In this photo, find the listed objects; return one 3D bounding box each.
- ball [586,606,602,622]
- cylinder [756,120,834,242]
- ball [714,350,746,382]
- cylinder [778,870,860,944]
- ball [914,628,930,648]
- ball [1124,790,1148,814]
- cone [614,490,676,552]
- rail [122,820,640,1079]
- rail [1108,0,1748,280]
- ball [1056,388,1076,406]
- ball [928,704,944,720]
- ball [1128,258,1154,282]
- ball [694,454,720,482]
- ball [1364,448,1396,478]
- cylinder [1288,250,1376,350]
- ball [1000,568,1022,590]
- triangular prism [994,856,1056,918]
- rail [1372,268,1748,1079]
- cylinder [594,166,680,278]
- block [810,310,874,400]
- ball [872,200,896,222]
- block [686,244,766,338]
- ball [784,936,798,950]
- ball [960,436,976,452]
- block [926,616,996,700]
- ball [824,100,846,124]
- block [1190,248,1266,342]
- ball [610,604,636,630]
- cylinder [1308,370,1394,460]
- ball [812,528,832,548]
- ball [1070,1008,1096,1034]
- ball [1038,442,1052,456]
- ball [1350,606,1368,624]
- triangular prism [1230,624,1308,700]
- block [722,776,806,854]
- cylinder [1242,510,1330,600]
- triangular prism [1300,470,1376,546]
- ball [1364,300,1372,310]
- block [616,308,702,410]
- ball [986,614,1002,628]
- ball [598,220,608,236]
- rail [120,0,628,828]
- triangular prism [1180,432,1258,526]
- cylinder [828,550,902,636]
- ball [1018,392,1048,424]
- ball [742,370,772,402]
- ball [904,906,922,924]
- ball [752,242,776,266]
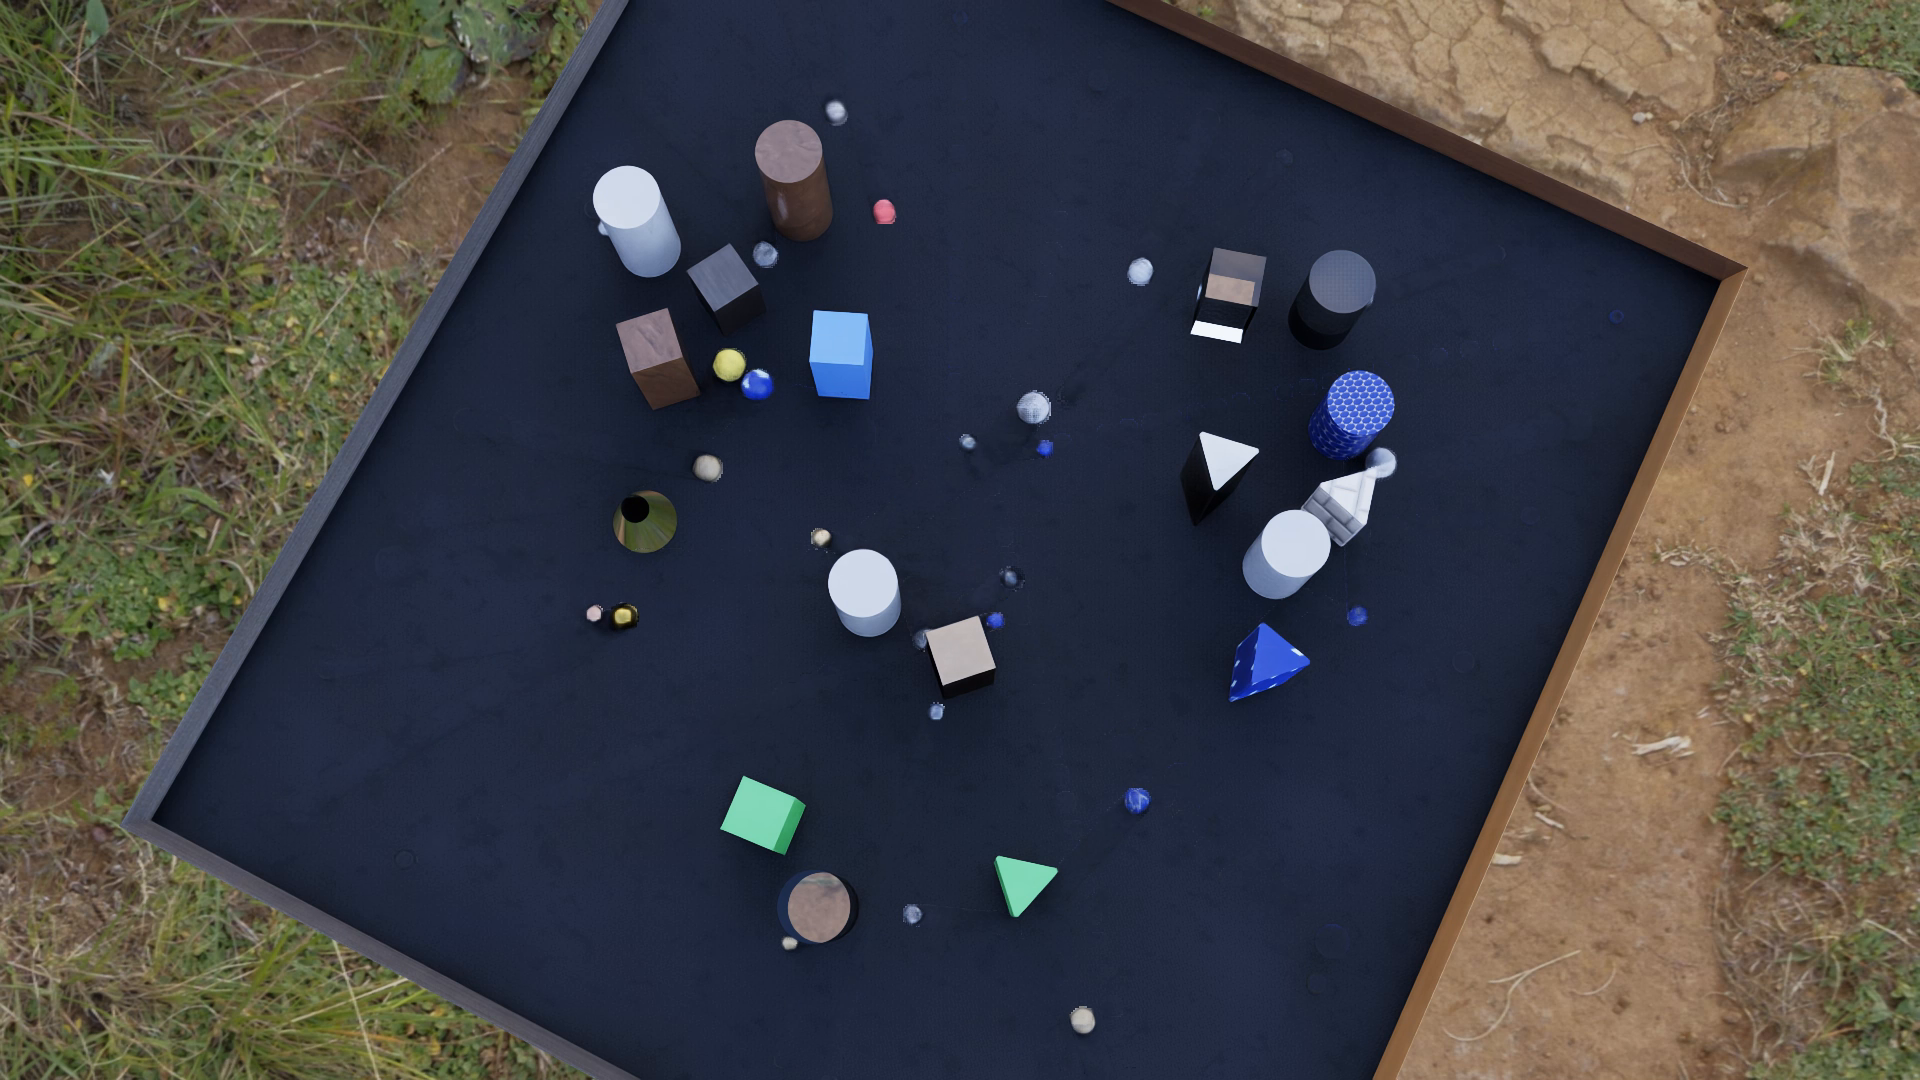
[{"bbox_3d":[-1.108,0.223,5.546,0.047,0.047,0.047,0,78,0],"label":"ball"},{"bbox_3d":[-0.502,-1.091,5.601,0.197,0.474,0.197,0,78,0],"label":"cylinder"},{"bbox_3d":[-0.715,-0.541,5.678,0.099,0.099,0.099,0,78,0],"label":"ball"},{"bbox_3d":[-0.394,1.035,5.165,0.197,0.465,0.197,0,78,0],"label":"cylinder"},{"bbox_3d":[-0.105,0.297,5.523,0.062,0.062,0.062,0,78,0],"label":"ball"},{"bbox_3d":[0.522,0.774,5.420,0.071,0.071,0.071,0,78,0],"label":"ball"},{"bbox_3d":[-0.967,-0.090,5.467,0.197,0.331,0.197,0,78,0],"label":"cone"},{"bbox_3d":[-0.819,1.610,5.217,3.599,0.128,0.045,26,80,5],"label":"rail"},{"bbox_3d":[0.819,-1.597,5.881,3.599,0.128,0.045,26,80,5],"label":"rail"},{"bbox_3d":[0.329,-0.443,5.677,0.060,0.060,0.060,0,78,0],"label":"ball"},{"bbox_3d":[-0.073,0.516,5.486,0.047,0.047,0.047,0,78,0],"label":"ball"},{"bbox_3d":[0.568,-0.846,5.752,0.077,0.077,0.077,0,78,0],"label":"ball"},{"bbox_3d":[-0.776,-0.221,5.620,0.082,0.082,0.082,0,78,0],"label":"ball"},{"bbox_3d":[1.289,-0.236,5.618,0.093,0.093,0.093,0,78,0],"label":"ball"},{"bbox_3d":[1.129,-0.727,5.585,0.197,0.357,0.197,0,78,0],"label":"cylinder"},{"bbox_3d":[0.155,0.117,5.558,0.067,0.067,0.067,0,78,0],"label":"ball"},{"bbox_3d":[0.157,0.961,5.231,0.148,0.366,0.171,42,81,8],"label":"triangular prism"},{"bbox_3d":[1.589,0.785,5.388,0.045,0.128,3.709,26,80,5],"label":"rail"},{"bbox_3d":[-0.983,-0.968,5.604,0.197,0.416,0.197,0,78,0],"label":"cylinder"},{"bbox_3d":[-0.356,-0.557,5.549,0.158,0.358,0.158,4,78,1],"label":"block"},{"bbox_3d":[-0.240,-1.041,5.795,0.072,0.072,0.072,0,78,0],"label":"ball"},{"bbox_3d":[-0.717,-0.767,5.649,0.158,0.248,0.158,-34,80,-7],"label":"block"},{"bbox_3d":[-0.495,1.176,5.351,0.043,0.043,0.043,0,78,0],"label":"ball"},{"bbox_3d":[0.026,-0.296,5.653,0.050,0.050,0.050,0,78,0],"label":"ball"},{"bbox_3d":[0.002,0.349,5.356,0.158,0.369,0.158,-18,79,-4],"label":"block"},{"bbox_3d":[-0.400,-1.369,5.862,0.075,0.075,0.075,0,78,0],"label":"ball"},{"bbox_3d":[0.817,-0.744,5.594,0.158,0.346,0.158,11,79,2],"label":"block"},{"bbox_3d":[-1.016,0.233,5.528,0.079,0.079,0.079,0,78,0],"label":"ball"},{"bbox_3d":[1.180,-0.373,5.540,0.197,0.301,0.197,0,78,0],"label":"cylinder"},{"bbox_3d":[-0.420,-0.005,5.588,0.058,0.058,0.058,0,78,0],"label":"ball"},{"bbox_3d":[0.356,1.390,5.292,0.072,0.072,0.072,0,78,0],"label":"ball"},{"bbox_3d":[0.261,-0.282,5.653,0.043,0.043,0.043,0,78,0],"label":"ball"},{"bbox_3d":[1.205,0.227,5.542,0.055,0.055,0.055,0,78,0],"label":"ball"},{"bbox_3d":[0.867,0.344,5.318,0.171,0.445,0.148,-19,79,-4],"label":"triangular prism"},{"bbox_3d":[-0.561,0.795,5.268,0.158,0.360,0.158,22,79,4],"label":"block"},{"bbox_3d":[0.962,0.047,5.422,0.197,0.363,0.197,0,78,0],"label":"cylinder"},{"bbox_3d":[1.160,-0.122,5.479,0.171,0.319,0.148,43,82,8],"label":"triangular prism"},{"bbox_3d":[1.265,-0.749,5.743,0.057,0.057,0.057,0,78,0],"label":"ball"},{"bbox_3d":[-0.905,-0.541,5.528,0.158,0.393,0.158,-18,79,-4],"label":"block"},{"bbox_3d":[0.104,0.245,5.542,0.046,0.046,0.046,0,78,0],"label":"ball"},{"bbox_3d":[-1.112,-0.990,5.791,0.060,0.060,0.060,0,78,0],"label":"ball"},{"bbox_3d":[-1.589,-0.771,5.710,0.045,0.128,3.709,26,80,5],"label":"rail"},{"bbox_3d":[0.731,-0.201,5.411,0.171,0.483,0.148,-42,81,-8],"label":"triangular prism"},{"bbox_3d":[-0.276,0.160,5.395,0.197,0.369,0.197,0,78,0],"label":"cylinder"},{"bbox_3d":[0.225,-0.407,5.651,0.097,0.097,0.097,0,78,0],"label":"ball"},{"bbox_3d":[-0.628,-0.478,5.666,0.097,0.097,0.097,0,78,0],"label":"ball"},{"bbox_3d":[-0.137,1.096,5.364,0.051,0.051,0.051,0,78,0],"label":"ball"},{"bbox_3d":[-0.615,-0.900,5.765,0.075,0.075,0.075,0,78,0],"label":"ball"}]
